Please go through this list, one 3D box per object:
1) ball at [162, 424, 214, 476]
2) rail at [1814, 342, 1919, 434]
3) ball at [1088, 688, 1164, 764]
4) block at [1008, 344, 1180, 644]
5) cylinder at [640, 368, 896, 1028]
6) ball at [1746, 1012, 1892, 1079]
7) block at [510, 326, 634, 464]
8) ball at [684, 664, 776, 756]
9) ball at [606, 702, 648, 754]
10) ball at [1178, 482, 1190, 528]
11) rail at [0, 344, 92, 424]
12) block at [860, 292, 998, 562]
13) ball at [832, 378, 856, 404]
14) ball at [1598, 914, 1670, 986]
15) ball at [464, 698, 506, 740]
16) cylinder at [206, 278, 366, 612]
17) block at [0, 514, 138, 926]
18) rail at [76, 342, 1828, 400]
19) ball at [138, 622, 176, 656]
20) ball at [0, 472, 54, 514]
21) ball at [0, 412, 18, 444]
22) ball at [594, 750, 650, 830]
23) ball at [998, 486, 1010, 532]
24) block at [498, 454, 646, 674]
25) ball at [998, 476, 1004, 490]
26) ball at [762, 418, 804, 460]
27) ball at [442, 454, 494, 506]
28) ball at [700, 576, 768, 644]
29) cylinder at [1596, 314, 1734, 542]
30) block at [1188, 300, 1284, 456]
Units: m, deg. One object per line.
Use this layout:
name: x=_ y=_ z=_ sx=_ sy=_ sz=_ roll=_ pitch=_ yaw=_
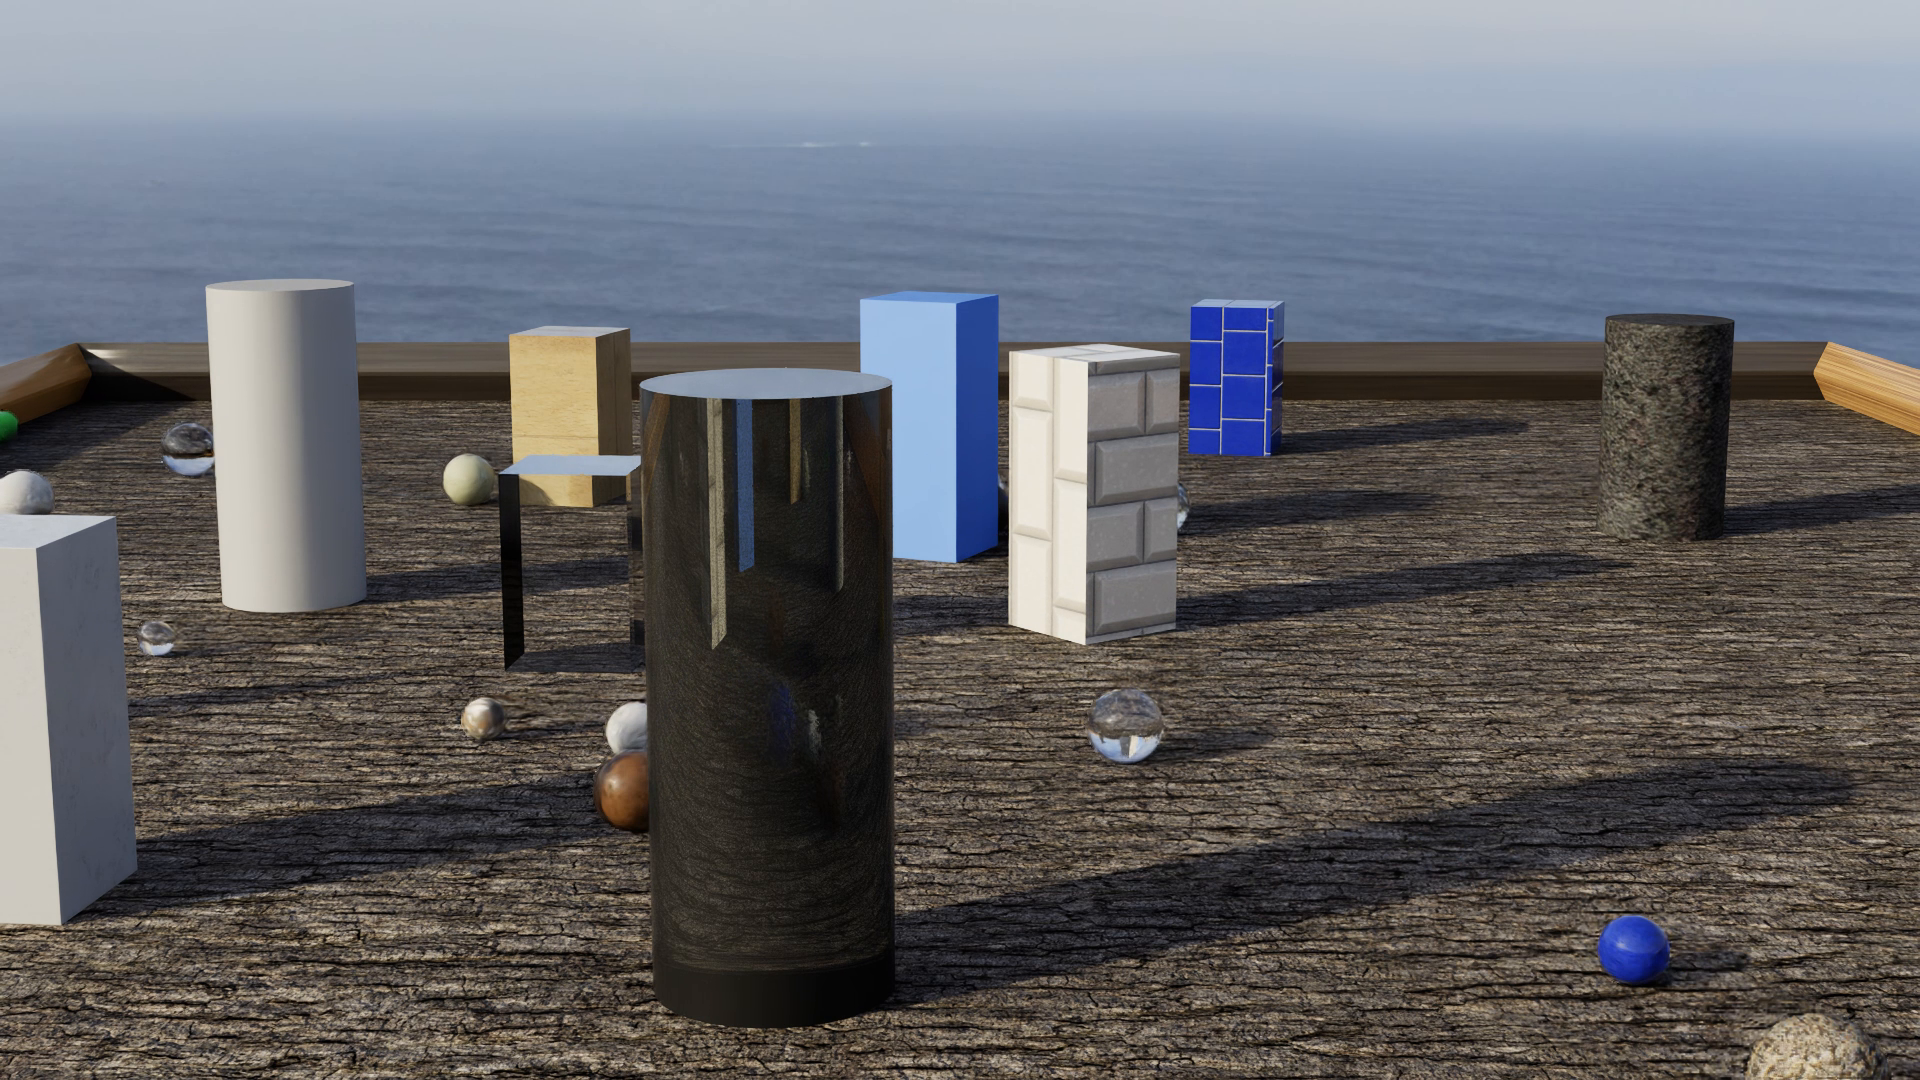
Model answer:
ball: x=-1.376 y=-0.161 z=4.582 sx=0.095 sy=0.095 sz=0.095 roll=0 pitch=11 yaw=0
rail: x=1.892 y=0.030 z=3.460 sx=0.045 sy=0.126 sz=4.408 roll=0 pitch=11 yaw=0
ball: x=0.174 y=0.196 z=2.702 sx=0.080 sy=0.080 sz=0.080 roll=0 pitch=11 yaw=0
block: x=0.173 y=-0.064 z=3.331 sx=0.155 sy=0.360 sz=0.155 roll=-8 pitch=13 yaw=-37
cylinder: x=-0.149 y=0.118 z=2.013 sx=0.194 sy=0.485 sz=0.194 roll=0 pitch=11 yaw=0
ball: x=0.581 y=0.368 z=1.735 sx=0.095 sy=0.095 sz=0.095 roll=0 pitch=11 yaw=0
block: x=-0.663 y=-0.218 z=4.388 sx=0.155 sy=0.278 sz=0.155 roll=3 pitch=11 yaw=14
ball: x=-0.244 y=0.181 z=2.732 sx=0.097 sy=0.097 sz=0.097 roll=0 pitch=11 yaw=0
ball: x=-0.342 y=0.203 z=2.709 sx=0.063 sy=0.063 sz=0.063 roll=0 pitch=11 yaw=0
ball: x=0.309 y=-0.054 z=3.998 sx=0.096 sy=0.096 sz=0.096 roll=0 pitch=11 yaw=0
rail: x=-1.892 y=0.034 z=3.438 sx=0.045 sy=0.126 sz=4.408 roll=0 pitch=11 yaw=0
block: x=-0.045 y=-0.174 z=3.859 sx=0.155 sy=0.384 sz=0.155 roll=5 pitch=12 yaw=24
ball: x=-0.252 y=-0.323 z=5.567 sx=0.054 sy=0.054 sz=0.054 roll=0 pitch=11 yaw=0
ball: x=0.539 y=0.328 z=2.053 sx=0.056 sy=0.056 sz=0.056 roll=0 pitch=11 yaw=0
ball: x=-0.518 y=0.195 z=2.798 sx=0.046 sy=0.046 sz=0.046 roll=0 pitch=11 yaw=0
cylinder: x=-0.918 y=-0.132 z=3.505 sx=0.194 sy=0.432 sz=0.194 roll=0 pitch=11 yaw=0
block: x=-0.838 y=0.153 z=2.251 sx=0.155 sy=0.329 sz=0.155 roll=1 pitch=11 yaw=6
rail: x=-0.013 y=-0.366 z=5.593 sx=3.832 sy=0.126 sz=0.045 roll=0 pitch=11 yaw=0
ball: x=-1.000 y=0.123 z=3.193 sx=0.044 sy=0.044 sz=0.044 roll=0 pitch=11 yaw=0
ball: x=-1.477 y=-0.061 z=4.043 sx=0.094 sy=0.094 sz=0.094 roll=0 pitch=11 yaw=0
ball: x=-1.861 y=-0.219 z=4.980 sx=0.062 sy=0.062 sz=0.062 roll=0 pitch=11 yaw=0
ball: x=-0.313 y=0.240 z=2.468 sx=0.077 sy=0.077 sz=0.077 roll=0 pitch=11 yaw=0
ball: x=0.035 y=-0.047 z=3.986 sx=0.088 sy=0.088 sz=0.088 roll=0 pitch=11 yaw=0
block: x=-0.470 y=0.027 z=3.164 sx=0.155 sy=0.243 sz=0.155 roll=1 pitch=11 yaw=4
ball: x=0.022 y=-0.076 z=4.116 sx=0.097 sy=0.097 sz=0.097 roll=0 pitch=11 yaw=0
ball: x=-0.330 y=-0.187 z=4.768 sx=0.078 sy=0.078 sz=0.078 roll=0 pitch=11 yaw=0
ball: x=-0.820 y=-0.101 z=4.282 sx=0.086 sy=0.086 sz=0.086 roll=0 pitch=11 yaw=0
ball: x=-0.286 y=0.089 z=3.260 sx=0.086 sy=0.086 sz=0.086 roll=0 pitch=11 yaw=0
cylinder: x=1.104 y=-0.179 z=4.022 sx=0.194 sy=0.334 sz=0.194 roll=0 pitch=11 yaw=0
block: x=0.527 y=-0.311 z=4.887 sx=0.155 sy=0.278 sz=0.155 roll=3 pitch=11 yaw=14
